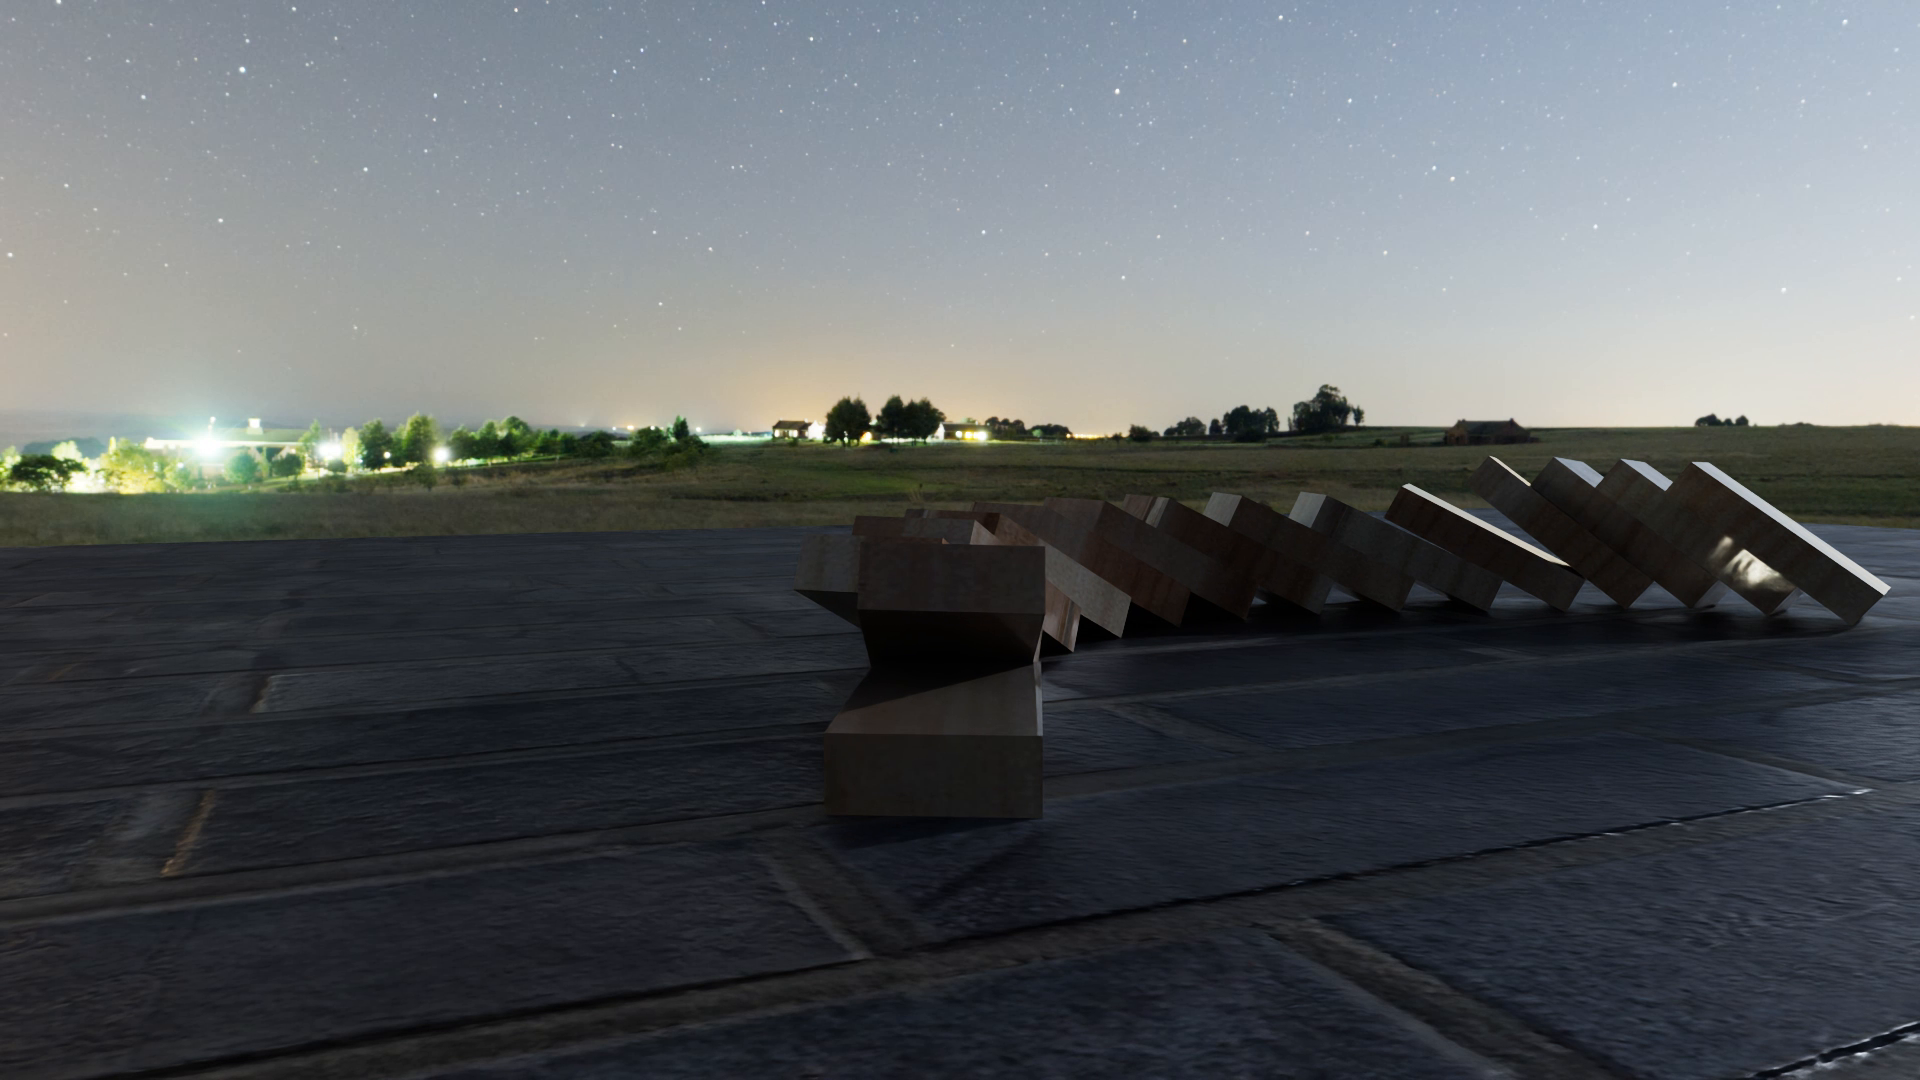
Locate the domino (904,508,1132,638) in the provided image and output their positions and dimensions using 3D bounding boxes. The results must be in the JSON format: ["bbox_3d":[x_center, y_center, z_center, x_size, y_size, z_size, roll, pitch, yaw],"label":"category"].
[{"bbox_3d":[0.012,0.008,0.273,0.025,0.010,0.050,4,-19,41],"label":"domino"}]

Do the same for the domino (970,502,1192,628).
[{"bbox_3d":[0.027,0.006,0.294,0.050,0.010,0.025,27,-13,-36],"label":"domino"}]

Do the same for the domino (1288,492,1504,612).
[{"bbox_3d":[0.113,0.003,0.337,0.050,0.010,0.025,25,4,-2],"label":"domino"}]

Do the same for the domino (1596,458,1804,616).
[{"bbox_3d":[0.190,-0.001,0.329,0.025,0.010,0.050,-1,40,-49],"label":"domino"}]

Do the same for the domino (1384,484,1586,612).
[{"bbox_3d":[0.140,0.001,0.343,0.050,0.009,0.025,31,15,19],"label":"domino"}]

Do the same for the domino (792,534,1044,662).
[{"bbox_3d":[-0.006,0.012,0.225,0.025,0.010,0.050,2,-18,24],"label":"domino"}]

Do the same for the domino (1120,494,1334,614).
[{"bbox_3d":[0.066,0.003,0.324,0.050,0.010,0.025,25,-3,-17],"label":"domino"}]

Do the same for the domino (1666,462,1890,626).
[{"bbox_3d":[0.201,0.000,0.316,0.025,0.010,0.050,-4,42,-51],"label":"domino"}]

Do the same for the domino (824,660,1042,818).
[{"bbox_3d":[-0.002,0.025,0.171,0.025,0.009,0.050,0,4,3],"label":"domino"}]

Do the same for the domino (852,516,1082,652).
[{"bbox_3d":[0.002,0.009,0.249,0.025,0.010,0.050,2,-19,30],"label":"domino"}]

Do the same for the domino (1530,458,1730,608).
[{"bbox_3d":[0.178,-0.002,0.339,0.025,0.009,0.050,1,39,-48],"label":"domino"}]

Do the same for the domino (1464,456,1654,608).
[{"bbox_3d":[0.159,-0.003,0.341,0.050,0.010,0.025,43,19,19],"label":"domino"}]

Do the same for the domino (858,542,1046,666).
[{"bbox_3d":[-0.001,0.013,0.196,0.025,0.010,0.050,1,-19,0],"label":"domino"}]

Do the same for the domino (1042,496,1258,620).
[{"bbox_3d":[0.045,0.004,0.310,0.050,0.010,0.025,26,-8,-27],"label":"domino"}]

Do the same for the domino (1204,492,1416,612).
[{"bbox_3d":[0.089,0.003,0.334,0.050,0.010,0.025,25,2,-7],"label":"domino"}]
